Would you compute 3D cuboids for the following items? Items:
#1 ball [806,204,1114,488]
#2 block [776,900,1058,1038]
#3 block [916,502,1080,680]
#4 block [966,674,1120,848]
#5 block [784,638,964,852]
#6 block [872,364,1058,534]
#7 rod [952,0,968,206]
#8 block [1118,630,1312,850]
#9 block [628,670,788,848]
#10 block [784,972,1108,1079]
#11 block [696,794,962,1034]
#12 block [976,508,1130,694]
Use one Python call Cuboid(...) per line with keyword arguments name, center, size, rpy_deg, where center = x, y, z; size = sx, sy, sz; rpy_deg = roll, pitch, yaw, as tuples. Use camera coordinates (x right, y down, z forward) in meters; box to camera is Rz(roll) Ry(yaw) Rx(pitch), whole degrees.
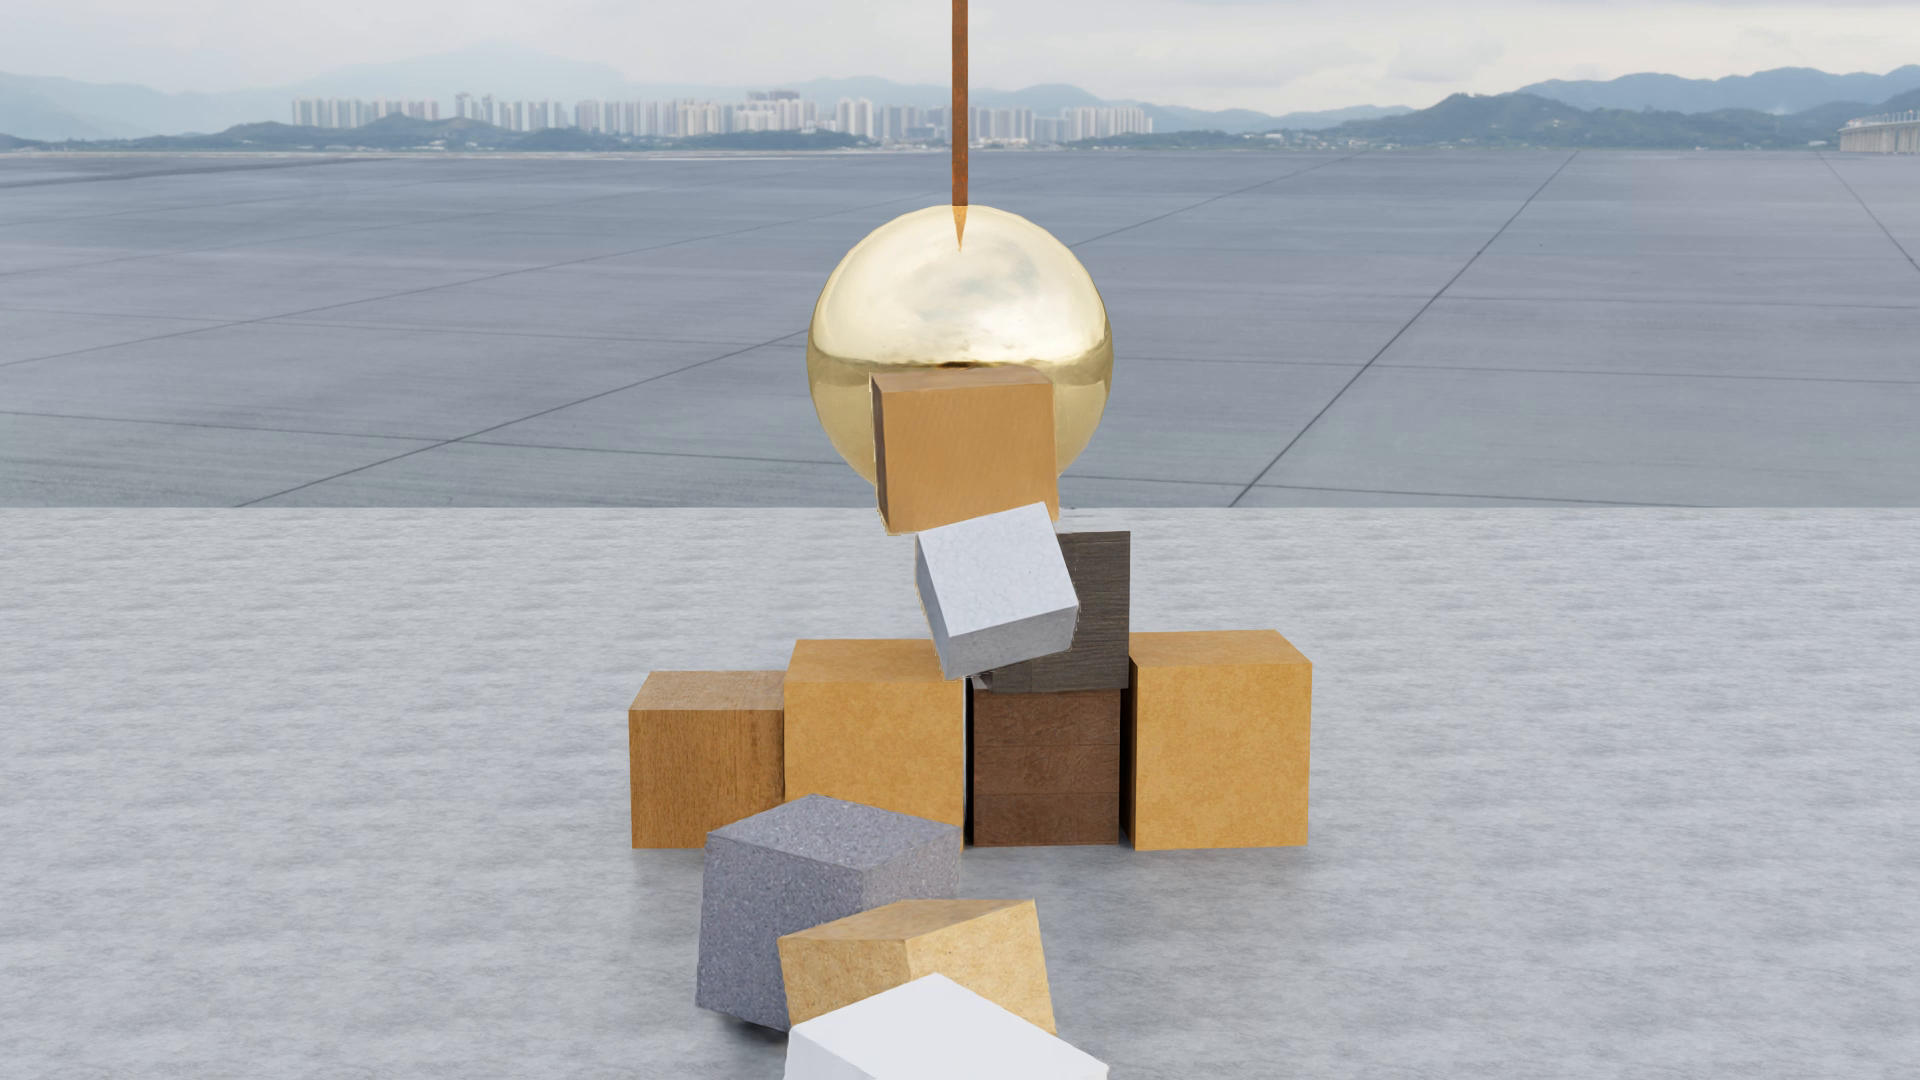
Cuboid(name="ball", center=(0.000, -0.940, 11.438), size=(1.600, 1.600, 1.600), rpy_deg=(0, 10, 0))
Cuboid(name="block", center=(-0.131, 1.667, 7.592), size=(0.605, 0.727, 0.677), rpy_deg=(-9, -1, -43))
Cuboid(name="block", center=(0.133, 0.198, 8.410), size=(0.500, 0.443, 0.434), rpy_deg=(-14, -24, -9))
Cuboid(name="block", center=(0.414, 1.078, 11.347), size=(0.733, 0.820, 0.684), rpy_deg=(-1, 10, -3))
Cuboid(name="block", center=(-0.428, 1.045, 11.378), size=(0.885, 0.873, 0.959), rpy_deg=(0, 10, 0))
Cuboid(name="block", center=(0.011, -0.404, 9.468), size=(0.714, 0.589, 0.677), rpy_deg=(-4, 11, -5))
Cuboid(name="rod", center=(0.000, -4.234, 10.596), size=(0.080, 5.200, 0.080), rpy_deg=(0, 14, 0))
Cuboid(name="block", center=(1.276, 1.015, 11.343), size=(0.878, 0.945, 0.771), rpy_deg=(-1, 10, -6))
Cuboid(name="block", center=(-1.263, 1.123, 11.385), size=(0.767, 0.717, 0.822), rpy_deg=(0, 10, 0))
Cuboid(name="block", center=(-0.070, 1.777, 6.535), size=(0.696, 0.606, 0.638), rpy_deg=(20, 19, 38))
Cuboid(name="block", center=(-0.524, 1.523, 8.926), size=(0.724, 0.717, 0.801), rpy_deg=(9, 10, 27))
Cuboid(name="block", center=(0.438, 0.295, 11.138), size=(0.688, 0.795, 0.697), rpy_deg=(-2, 10, -10))
